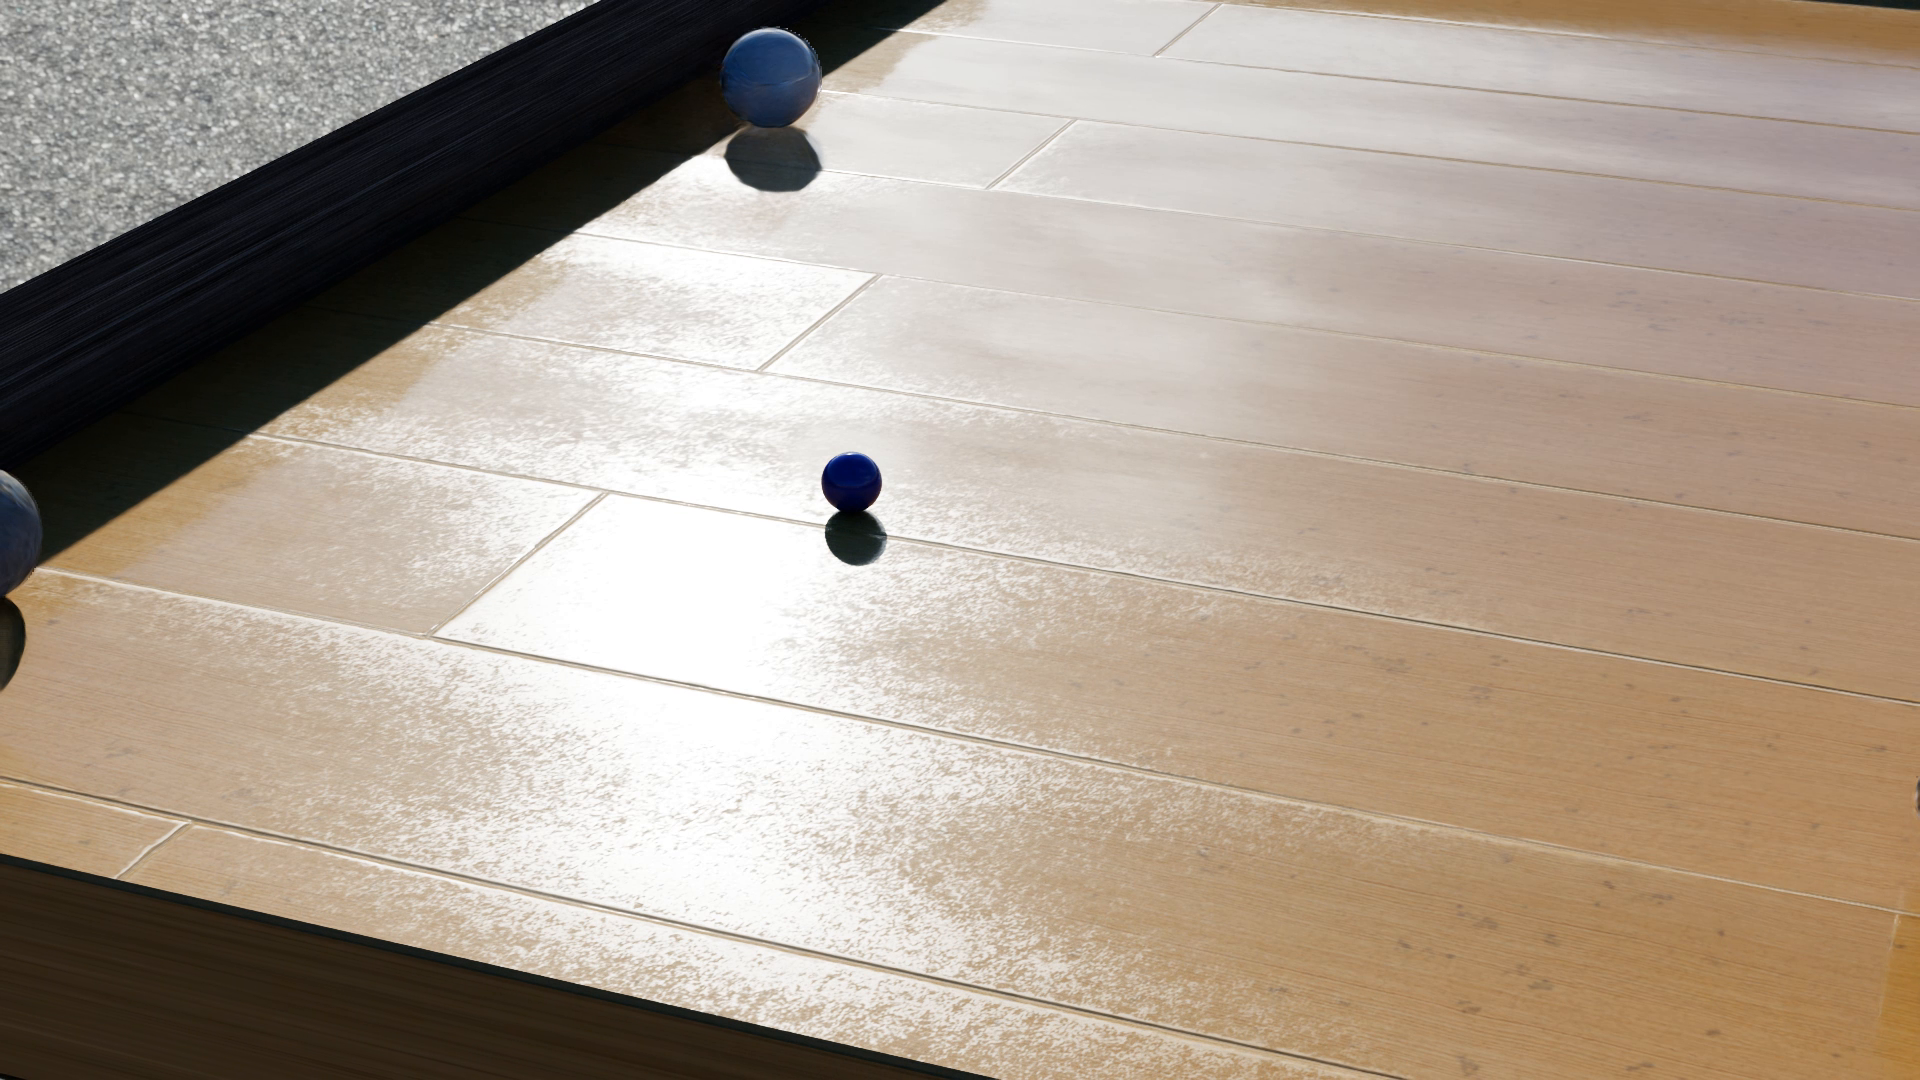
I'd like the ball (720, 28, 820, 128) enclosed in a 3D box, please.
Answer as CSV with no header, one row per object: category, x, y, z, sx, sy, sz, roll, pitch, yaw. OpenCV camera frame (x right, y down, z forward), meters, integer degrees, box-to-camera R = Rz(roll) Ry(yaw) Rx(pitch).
ball,-0.186,-0.452,2.881,0.098,0.098,0.098,0,24,0

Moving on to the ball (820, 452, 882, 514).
ball,-0.075,-0.040,2.039,0.043,0.043,0.043,0,24,0

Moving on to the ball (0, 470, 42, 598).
ball,-0.642,-0.004,1.897,0.095,0.095,0.095,0,24,0

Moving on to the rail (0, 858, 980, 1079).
rail,-0.242,0.228,1.344,1.420,0.127,0.045,9,26,19

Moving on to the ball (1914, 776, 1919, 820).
ball,0.558,0.142,1.610,0.066,0.066,0.066,0,24,0

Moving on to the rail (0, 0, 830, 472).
rail,-0.389,-0.394,2.715,0.045,0.127,2.745,9,26,19
